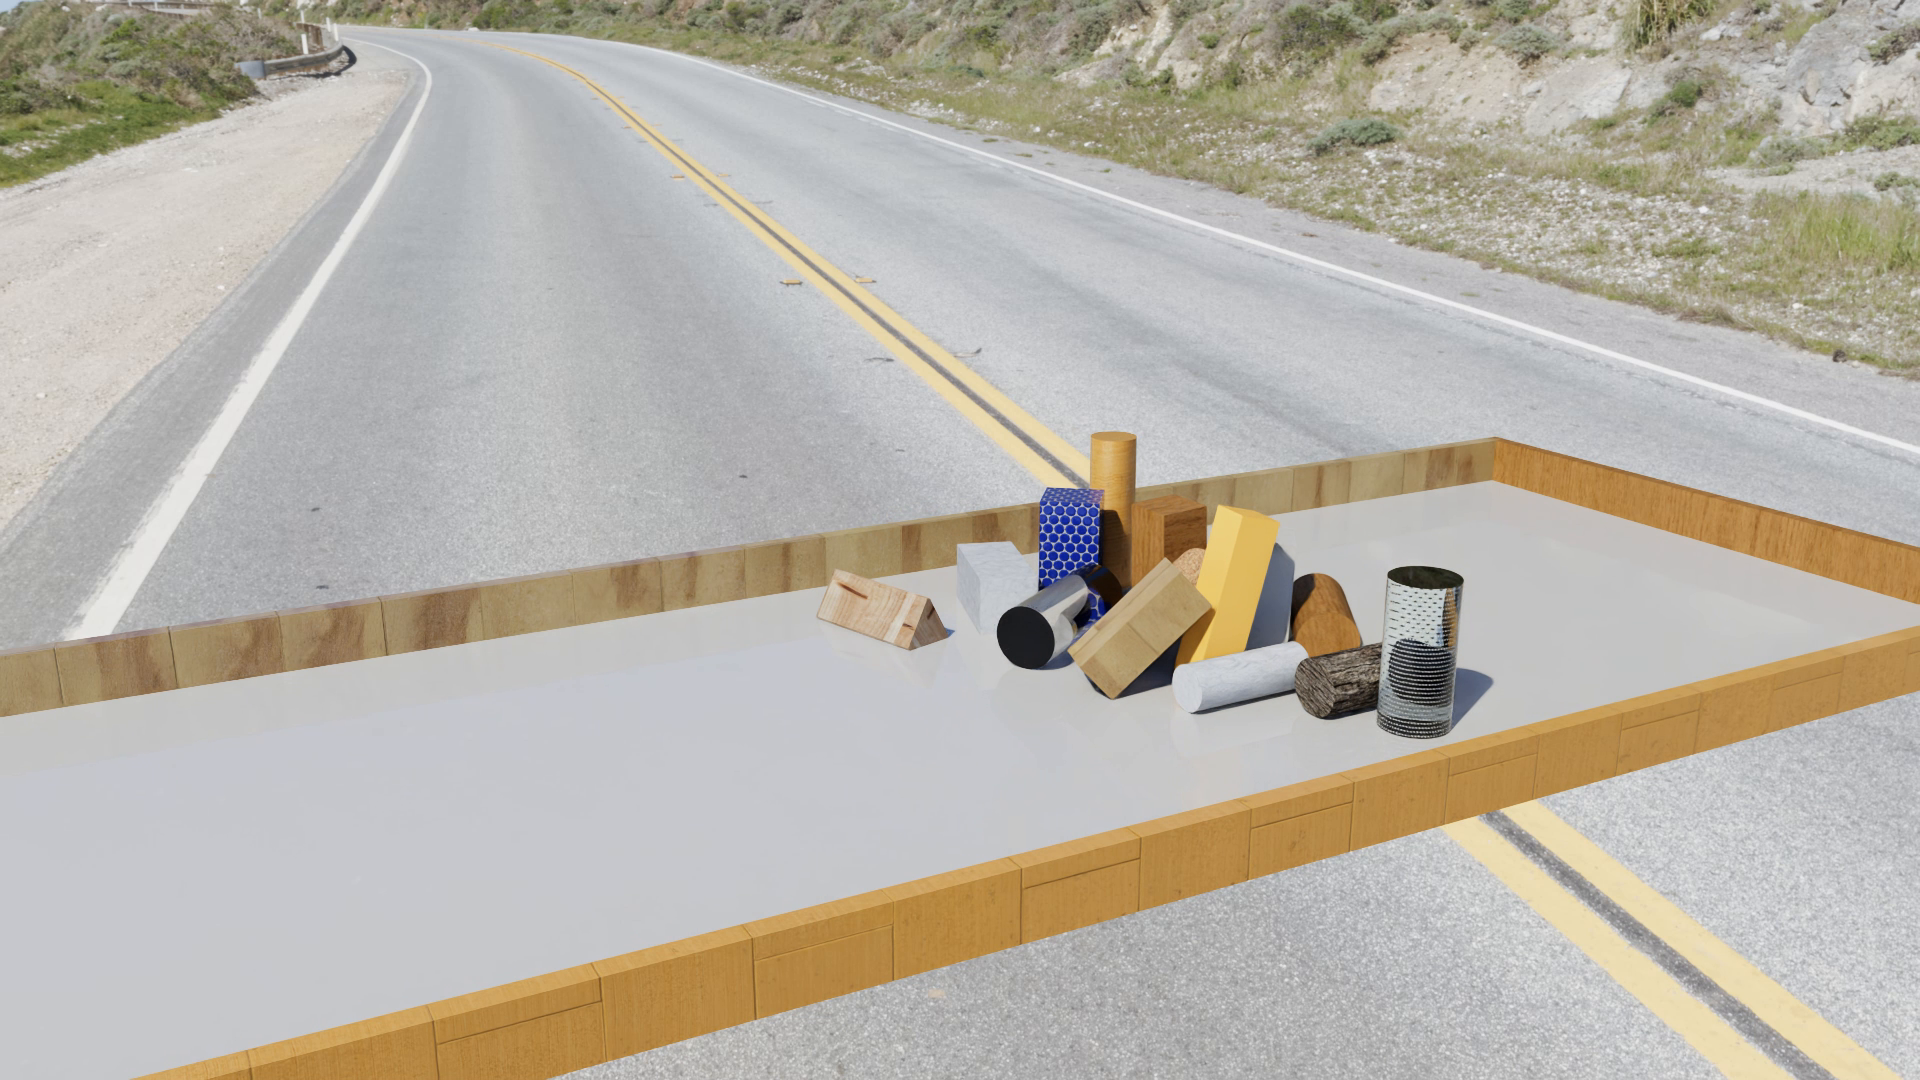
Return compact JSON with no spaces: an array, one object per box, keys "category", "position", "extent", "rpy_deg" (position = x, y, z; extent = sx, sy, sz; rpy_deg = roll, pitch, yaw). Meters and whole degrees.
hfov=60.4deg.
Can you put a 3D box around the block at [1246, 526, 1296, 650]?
[{"category":"block","position":[0.787,0.136,4.321],"extent":[0.155,0.318,0.155],"rpy_deg":[4,17,8]}]

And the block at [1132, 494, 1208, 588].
[{"category":"block","position":[0.582,0.054,4.594],"extent":[0.148,0.319,0.148],"rpy_deg":[-12,20,-28]}]

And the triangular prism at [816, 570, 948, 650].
[{"category":"triangular prism","position":[-0.216,0.178,4.511],"extent":[0.371,0.127,0.147],"rpy_deg":[15,22,42]}]

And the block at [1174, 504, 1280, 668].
[{"category":"block","position":[0.662,0.139,4.097],"extent":[0.112,0.428,0.112],"rpy_deg":[9,11,-26]}]

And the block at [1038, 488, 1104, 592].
[{"category":"block","position":[0.316,0.031,4.674],"extent":[0.165,0.324,0.165],"rpy_deg":[3,16,9]}]

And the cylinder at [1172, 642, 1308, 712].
[{"category":"cylinder","position":[0.688,0.332,4.018],"extent":[0.334,0.117,0.117],"rpy_deg":[-9,19,-28]}]

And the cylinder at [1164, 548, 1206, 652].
[{"category":"cylinder","position":[0.540,0.177,4.299],"extent":[0.160,0.160,0.358],"rpy_deg":[14,38,40]}]

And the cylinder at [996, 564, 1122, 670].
[{"category":"cylinder","position":[0.270,0.198,4.383],"extent":[0.168,0.168,0.419],"rpy_deg":[9,19,28]}]

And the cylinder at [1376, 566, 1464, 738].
[{"category":"cylinder","position":[1.065,0.259,3.824],"extent":[0.170,0.364,0.170],"rpy_deg":[0,17,0]}]

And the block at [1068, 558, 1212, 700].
[{"category":"block","position":[0.440,0.217,4.051],"extent":[0.336,0.124,0.124],"rpy_deg":[-44,19,4]}]

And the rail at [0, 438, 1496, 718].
[{"category":"rail","position":[-3.305,0.497,3.399],"extent":[12.000,0.150,0.050],"rpy_deg":[-9,18,-27]}]

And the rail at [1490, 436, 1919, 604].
[{"category":"rail","position":[2.466,-0.048,5.253],"extent":[0.050,0.150,2.100],"rpy_deg":[-9,18,-27]}]

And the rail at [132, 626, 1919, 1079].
[{"category":"rail","position":[-2.336,1.006,1.665],"extent":[12.000,0.150,0.050],"rpy_deg":[-9,18,-27]}]

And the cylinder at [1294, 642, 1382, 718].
[{"category":"cylinder","position":[1.006,0.324,3.996],"extent":[0.377,0.143,0.143],"rpy_deg":[-9,19,-27]}]

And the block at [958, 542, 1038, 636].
[{"category":"block","position":[0.101,0.131,4.626],"extent":[0.159,0.159,0.342],"rpy_deg":[-3,17,-10]}]

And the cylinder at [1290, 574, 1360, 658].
[{"category":"cylinder","position":[0.951,0.214,4.340],"extent":[0.162,0.162,0.332],"rpy_deg":[2,16,6]}]

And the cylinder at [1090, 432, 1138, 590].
[{"category":"cylinder","position":[0.447,-0.086,4.851],"extent":[0.134,0.449,0.134],"rpy_deg":[0,16,0]}]
